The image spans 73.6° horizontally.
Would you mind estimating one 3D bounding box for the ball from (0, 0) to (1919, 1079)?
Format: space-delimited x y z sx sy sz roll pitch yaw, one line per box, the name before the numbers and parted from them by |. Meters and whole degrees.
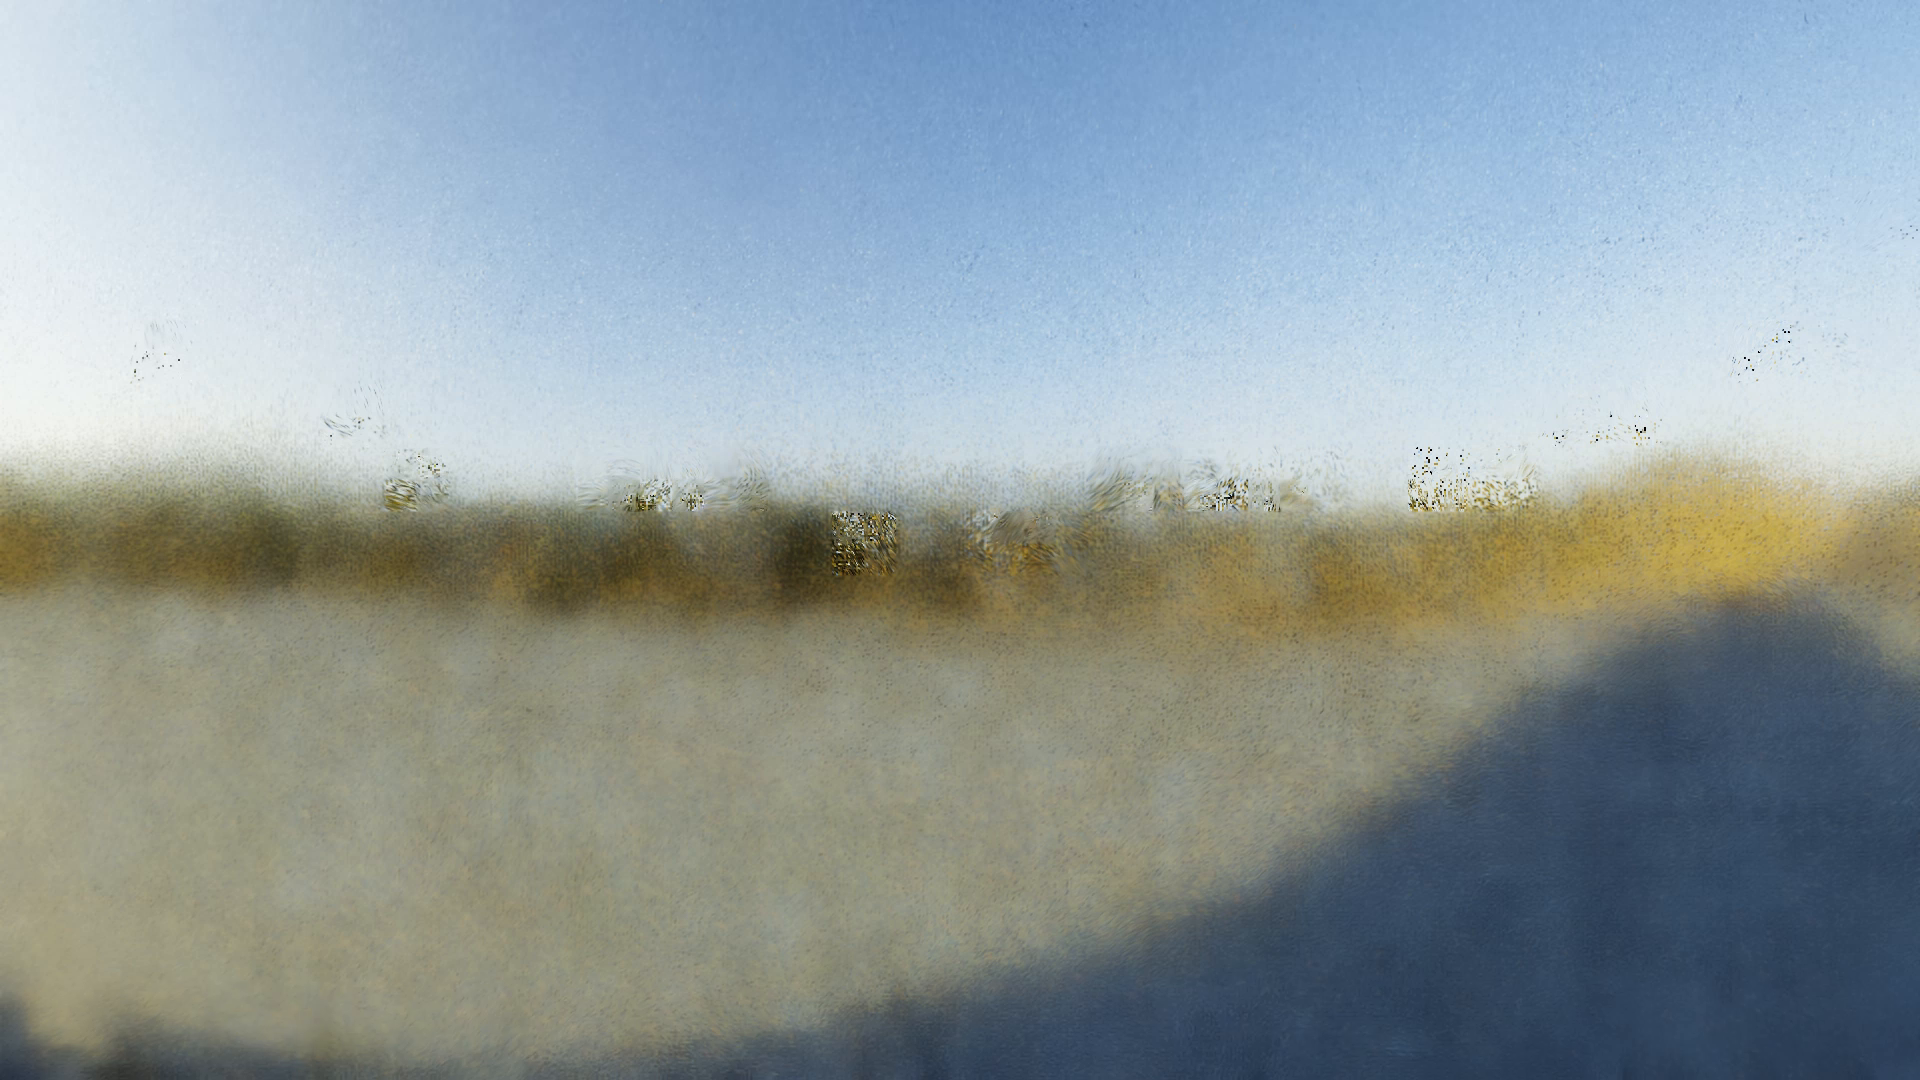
ball | 0.000 -0.002 0.056 0.080 0.080 0.080 0 4 0
